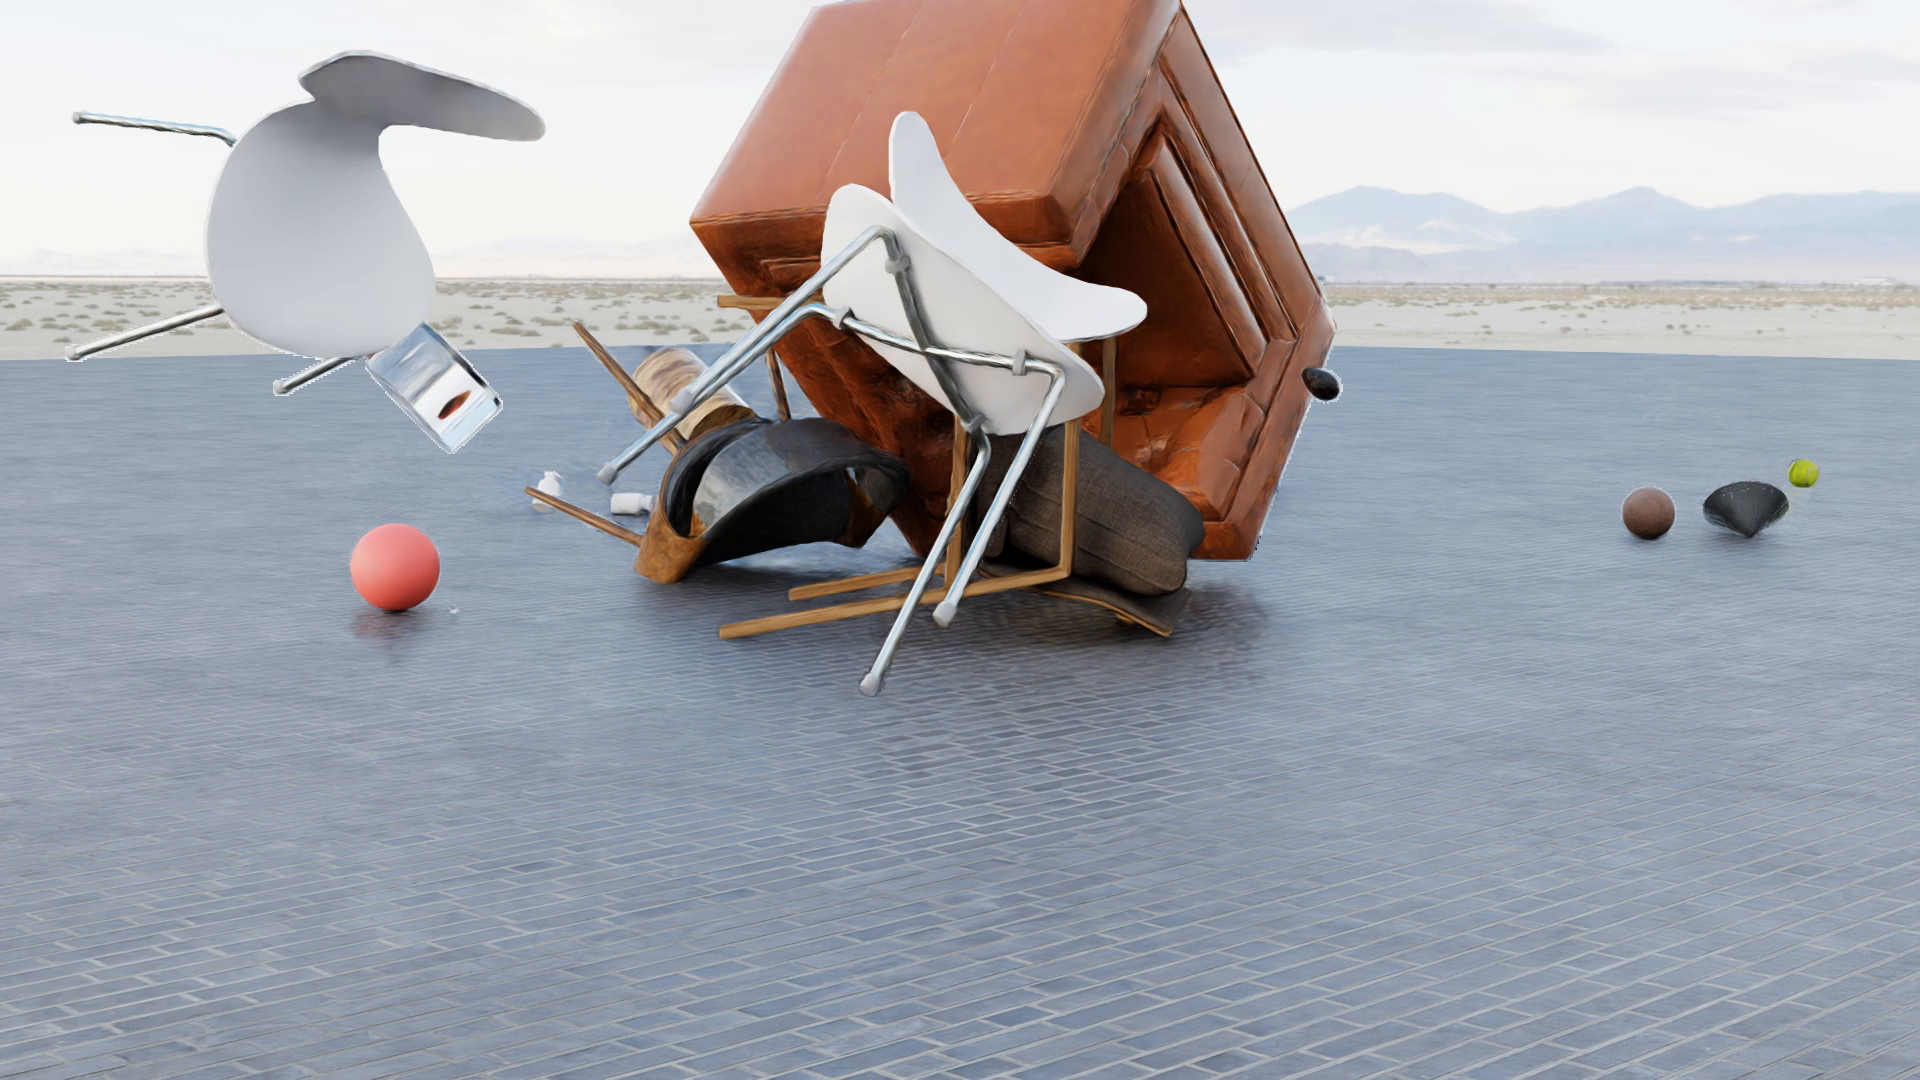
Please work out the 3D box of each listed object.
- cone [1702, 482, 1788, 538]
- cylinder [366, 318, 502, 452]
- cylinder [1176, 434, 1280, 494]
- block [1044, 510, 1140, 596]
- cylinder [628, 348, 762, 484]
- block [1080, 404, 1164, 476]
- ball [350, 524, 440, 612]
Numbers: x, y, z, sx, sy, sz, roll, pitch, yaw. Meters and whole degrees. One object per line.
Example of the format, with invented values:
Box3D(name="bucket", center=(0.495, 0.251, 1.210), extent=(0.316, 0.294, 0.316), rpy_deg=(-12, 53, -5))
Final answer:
Box3D(name="cone", center=(1.993, -0.043, 6.490), extent=(0.211, 0.172, 0.120), rpy_deg=(-2, 41, 11))
Box3D(name="cylinder", center=(-1.236, -0.365, 6.028), extent=(0.294, 0.159, 0.244), rpy_deg=(43, -11, 15))
Box3D(name="cylinder", center=(0.822, -0.236, 7.880), extent=(0.313, 0.168, 0.257), rpy_deg=(1, 6, 11))
Box3D(name="block", center=(0.270, 0.028, 5.244), extent=(0.105, 0.126, 0.108), rpy_deg=(12, 35, -52))
Box3D(name="cylinder", center=(-0.595, -0.279, 5.755), extent=(0.197, 0.224, 0.249), rpy_deg=(-39, 53, -10))
Box3D(name="block", center=(0.522, -0.322, 8.326), extent=(0.133, 0.183, 0.238), rpy_deg=(-35, 9, -13))
Box3D(name="ball", center=(-1.111, 0.053, 5.051), extent=(0.173, 0.173, 0.173), rpy_deg=(0, 6, 0))
